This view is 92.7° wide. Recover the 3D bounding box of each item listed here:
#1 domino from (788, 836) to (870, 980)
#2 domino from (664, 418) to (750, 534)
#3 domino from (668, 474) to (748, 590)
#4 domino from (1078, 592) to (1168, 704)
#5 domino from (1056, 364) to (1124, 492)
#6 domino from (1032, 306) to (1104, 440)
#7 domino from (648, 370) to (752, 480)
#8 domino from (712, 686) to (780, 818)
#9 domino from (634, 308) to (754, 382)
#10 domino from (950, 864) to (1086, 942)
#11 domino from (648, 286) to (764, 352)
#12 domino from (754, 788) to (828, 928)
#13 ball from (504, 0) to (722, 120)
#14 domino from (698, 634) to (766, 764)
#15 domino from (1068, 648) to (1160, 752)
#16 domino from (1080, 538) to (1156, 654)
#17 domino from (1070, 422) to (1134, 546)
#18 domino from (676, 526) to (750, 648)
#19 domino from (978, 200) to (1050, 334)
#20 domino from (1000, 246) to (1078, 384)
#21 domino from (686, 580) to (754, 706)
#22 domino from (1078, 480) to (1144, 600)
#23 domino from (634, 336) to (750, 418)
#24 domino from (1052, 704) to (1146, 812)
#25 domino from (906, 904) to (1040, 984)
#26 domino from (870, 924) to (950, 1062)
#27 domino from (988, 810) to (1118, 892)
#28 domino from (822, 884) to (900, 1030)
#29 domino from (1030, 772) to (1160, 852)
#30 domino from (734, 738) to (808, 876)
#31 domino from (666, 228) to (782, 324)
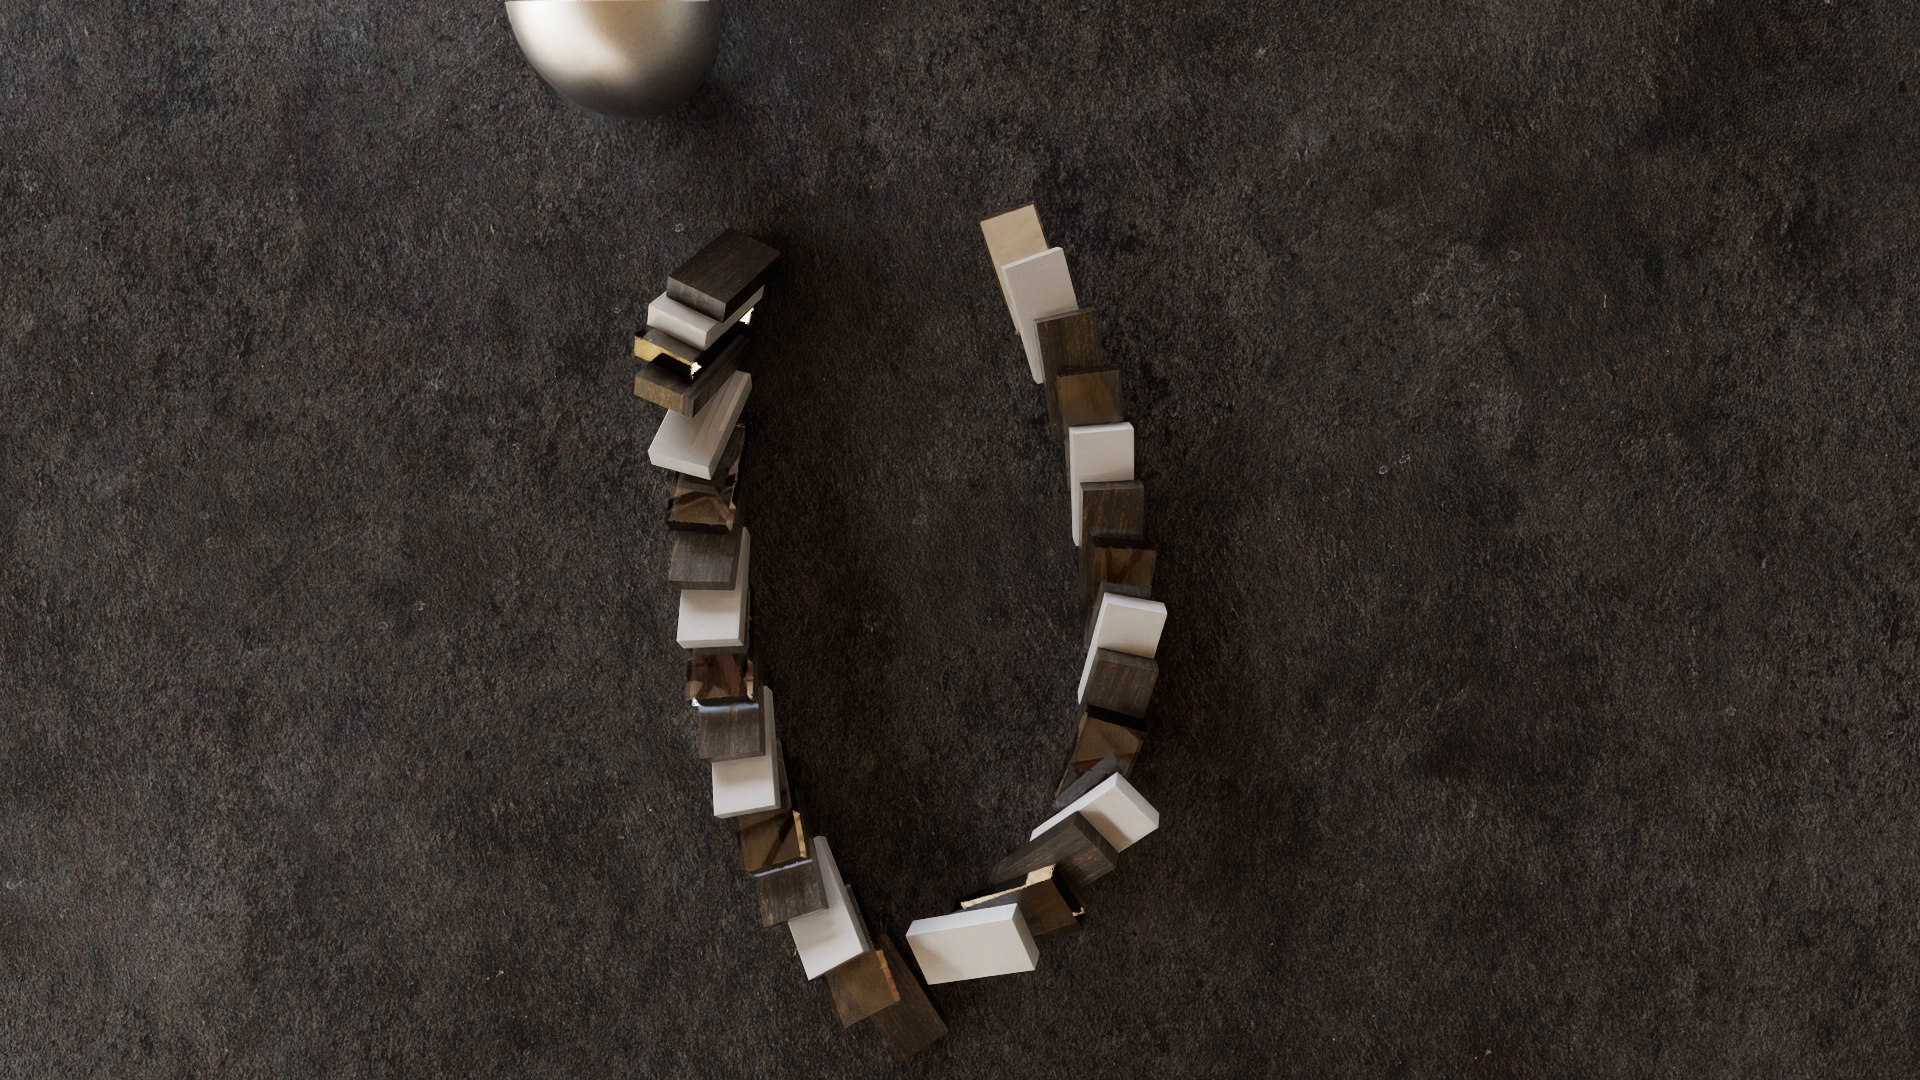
[{"bbox_3d":[-0.060,0.154,0.386,0.025,0.009,0.050,-28,67,0],"label":"domino"},{"bbox_3d":[-0.106,-0.028,0.385,0.025,0.010,0.050,4,66,0],"label":"domino"},{"bbox_3d":[-0.105,-0.004,0.385,0.025,0.009,0.050,1,66,0],"label":"domino"},{"bbox_3d":[0.068,0.048,0.385,0.025,0.010,0.050,10,115,-1],"label":"domino"},{"bbox_3d":[0.055,-0.047,0.385,0.025,0.010,0.050,-7,114,0],"label":"domino"},{"bbox_3d":[0.048,-0.070,0.386,0.025,0.009,0.050,-12,113,0],"label":"domino"},{"bbox_3d":[-0.108,-0.051,0.384,0.025,0.009,0.050,15,61,0],"label":"domino"},{"bbox_3d":[-0.091,0.089,0.385,0.025,0.009,0.050,-10,65,0],"label":"domino"},{"bbox_3d":[-0.109,-0.087,0.379,0.025,0.050,0.010,26,134,1],"label":"domino"},{"bbox_3d":[0.024,0.156,0.385,0.050,0.010,0.025,-29,97,23],"label":"domino"},{"bbox_3d":[-0.104,-0.099,0.379,0.025,0.050,0.010,26,134,0],"label":"domino"},{"bbox_3d":[-0.074,0.133,0.385,0.025,0.010,0.050,-18,65,0],"label":"domino"},{"bbox_3d":[-0.135,-0.209,0.360,0.080,0.080,0.080,0,90,0],"label":"ball"},{"bbox_3d":[-0.096,0.066,0.385,0.025,0.009,0.050,-8,65,0],"label":"domino"},{"bbox_3d":[0.064,0.071,0.385,0.025,0.010,0.050,12,115,-1],"label":"domino"},{"bbox_3d":[0.066,0.024,0.385,0.025,0.010,0.050,3,115,0],"label":"domino"},{"bbox_3d":[0.060,-0.023,0.385,0.025,0.009,0.050,-5,114,0],"label":"domino"},{"bbox_3d":[-0.103,0.020,0.385,0.025,0.009,0.050,-2,66,0],"label":"domino"},{"bbox_3d":[0.028,-0.117,0.395,0.025,0.010,0.050,-19,90,0],"label":"domino"},{"bbox_3d":[0.037,-0.094,0.385,0.025,0.009,0.050,-19,113,0],"label":"domino"},{"bbox_3d":[-0.100,0.043,0.385,0.025,0.009,0.050,-5,65,0],"label":"domino"},{"bbox_3d":[0.063,0.000,0.385,0.025,0.009,0.050,-3,114,0],"label":"domino"},{"bbox_3d":[-0.110,-0.072,0.379,0.025,0.050,0.009,23,134,0],"label":"domino"},{"bbox_3d":[0.058,0.095,0.385,0.025,0.010,0.050,15,114,0],"label":"domino"},{"bbox_3d":[0.005,0.170,0.384,0.050,0.010,0.025,-19,100,22],"label":"domino"},{"bbox_3d":[-0.029,0.195,0.395,0.025,0.010,0.050,-33,90,0],"label":"domino"},{"bbox_3d":[0.039,0.137,0.384,0.025,0.010,0.050,46,115,-4],"label":"domino"},{"bbox_3d":[-0.047,0.174,0.386,0.025,0.009,0.050,-27,67,0],"label":"domino"},{"bbox_3d":[0.056,0.121,0.384,0.025,0.010,0.050,45,115,-4],"label":"domino"},{"bbox_3d":[-0.082,0.112,0.385,0.025,0.010,0.050,-16,65,0],"label":"domino"},{"bbox_3d":[-0.097,-0.110,0.379,0.025,0.050,0.010,26,134,0],"label":"domino"}]
